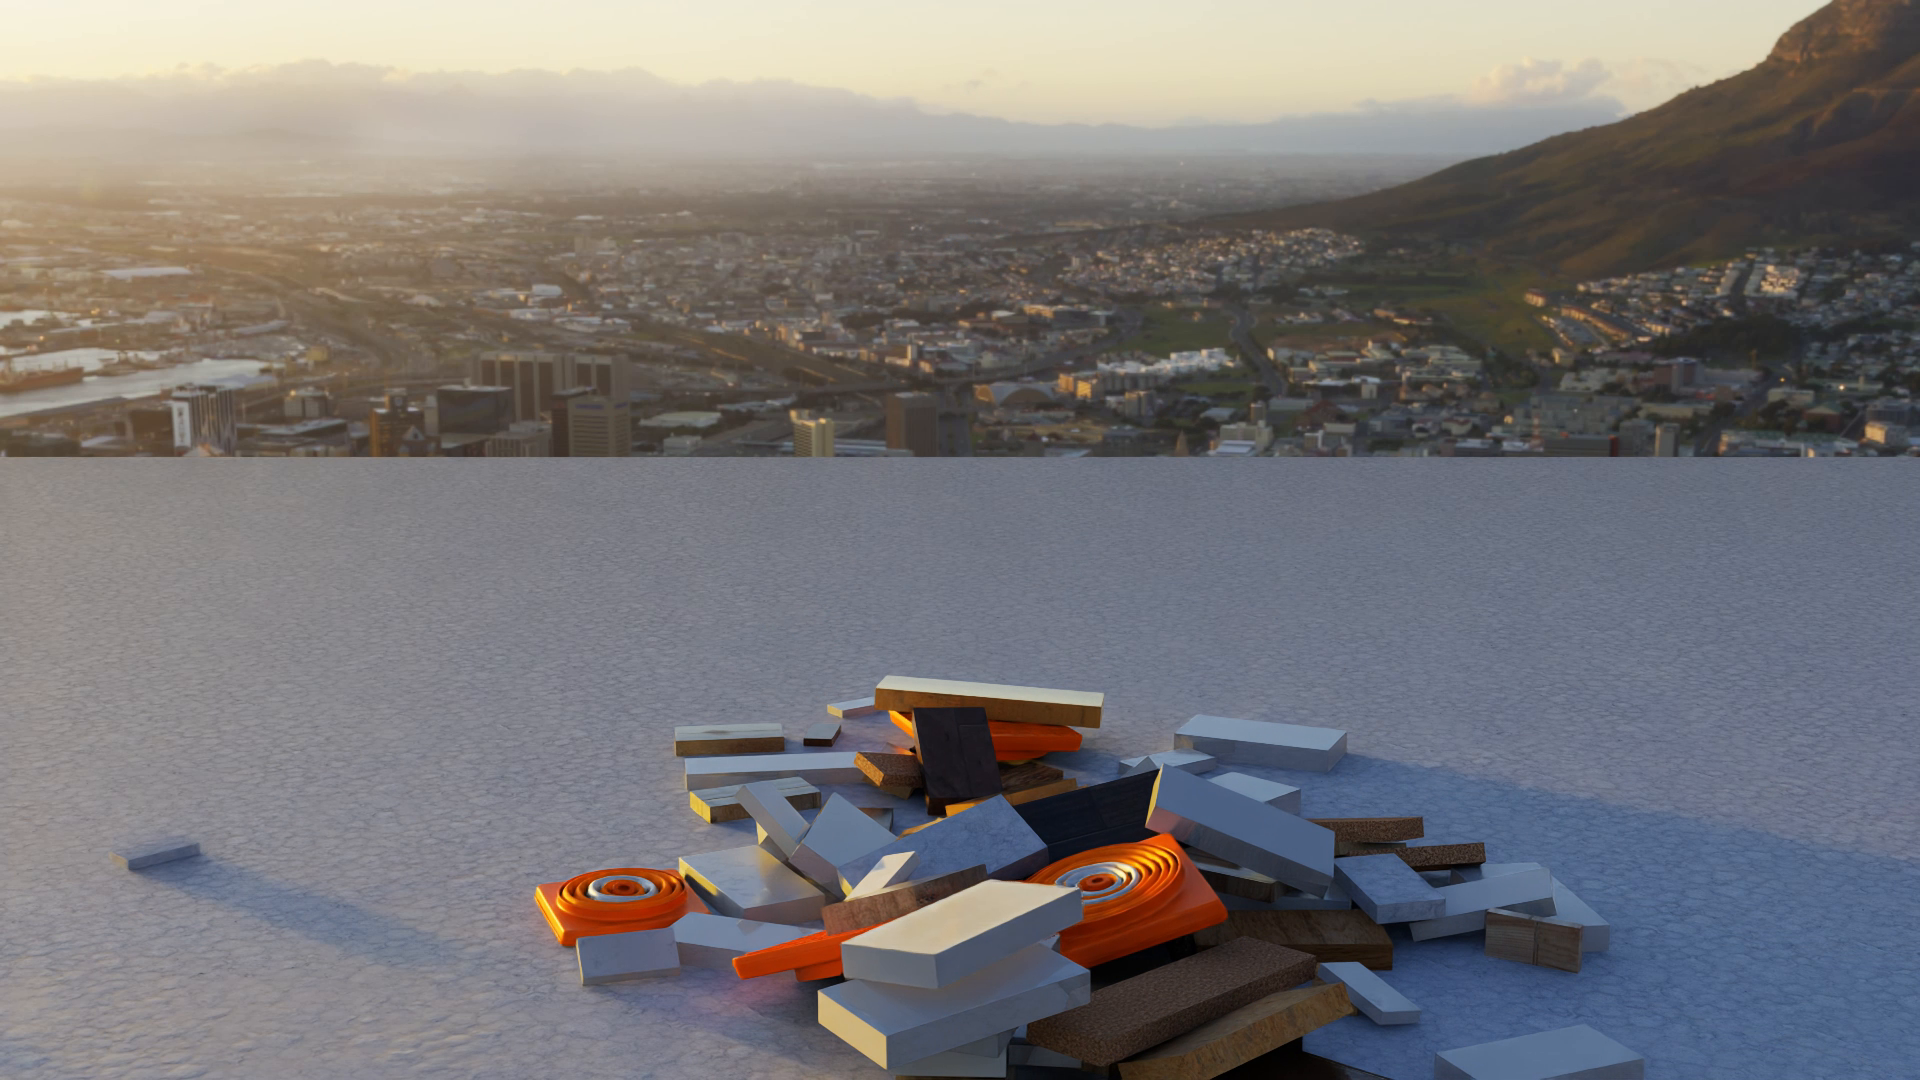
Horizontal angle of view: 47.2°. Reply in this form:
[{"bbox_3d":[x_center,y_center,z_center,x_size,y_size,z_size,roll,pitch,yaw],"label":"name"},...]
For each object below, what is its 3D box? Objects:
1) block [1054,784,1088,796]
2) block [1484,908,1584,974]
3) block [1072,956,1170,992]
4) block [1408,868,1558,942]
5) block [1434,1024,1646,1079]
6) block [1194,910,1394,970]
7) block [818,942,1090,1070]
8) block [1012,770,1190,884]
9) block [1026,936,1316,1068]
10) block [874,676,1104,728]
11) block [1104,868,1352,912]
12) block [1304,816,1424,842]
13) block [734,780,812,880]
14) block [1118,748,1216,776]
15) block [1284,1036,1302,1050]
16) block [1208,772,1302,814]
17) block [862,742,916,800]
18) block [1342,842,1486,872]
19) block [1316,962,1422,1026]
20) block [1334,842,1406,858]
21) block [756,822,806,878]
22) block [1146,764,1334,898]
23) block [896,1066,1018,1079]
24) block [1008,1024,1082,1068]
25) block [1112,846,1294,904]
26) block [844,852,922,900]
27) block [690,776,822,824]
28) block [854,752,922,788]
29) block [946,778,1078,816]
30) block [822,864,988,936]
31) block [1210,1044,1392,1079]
[{"bbox_3d":[0.123,0.482,3.877,0.215,0.030,0.108,-10,-14,-46],"label":"block"},{"bbox_3d":[0.876,0.611,3.358,0.143,0.072,0.020,6,12,31],"label":"block"},{"bbox_3d":[0.222,0.652,3.257,0.194,0.028,0.097,-1,11,-7],"label":"block"},{"bbox_3d":[0.823,0.575,3.471,0.223,0.032,0.112,-14,13,15],"label":"block"},{"bbox_3d":[0.775,0.707,2.945,0.248,0.035,0.124,-4,11,-23],"label":"block"},{"bbox_3d":[0.504,0.618,3.401,0.299,0.042,0.149,0,11,-1],"label":"block"},{"bbox_3d":[-0.006,0.583,2.809,0.314,0.044,0.157,-10,17,-34],"label":"block"},{"bbox_3d":[0.178,0.487,3.631,0.381,0.043,0.152,-13,36,-8],"label":"block"},{"bbox_3d":[0.307,0.638,3.075,0.124,0.035,0.538,9,9,39],"label":"block"},{"bbox_3d":[0.064,0.336,4.577,0.464,0.045,0.160,4,6,6],"label":"block"},{"bbox_3d":[0.444,0.577,3.626,0.396,0.042,0.149,2,11,12],"label":"block"},{"bbox_3d":[0.648,0.505,3.825,0.285,0.035,0.123,-6,-6,32],"label":"block"},{"bbox_3d":[-0.290,0.490,3.722,0.195,0.028,0.098,46,13,16],"label":"block"},{"bbox_3d":[0.412,0.448,4.367,0.177,0.025,0.089,-7,13,-35],"label":"block"},{"bbox_3d":[0.391,0.691,3.070,0.160,0.020,0.072,-1,11,-4],"label":"block"},{"bbox_3d":[0.467,0.497,4.047,0.160,0.045,0.319,10,15,43],"label":"block"},{"bbox_3d":[-0.122,0.448,4.273,0.094,0.027,0.187,23,14,6],"label":"block"},{"bbox_3d":[0.760,0.538,3.700,0.223,0.032,0.112,-4,-14,1],"label":"block"},{"bbox_3d":[0.590,0.654,3.175,0.073,0.021,0.146,5,16,-31],"label":"block"},{"bbox_3d":[0.684,0.534,3.770,0.150,0.021,0.075,5,-17,-30],"label":"block"},{"bbox_3d":[-0.304,0.519,3.798,0.098,0.028,0.195,40,2,-10],"label":"block"},{"bbox_3d":[0.458,0.471,3.574,0.304,0.043,0.152,22,23,2],"label":"block"},{"bbox_3d":[-0.015,0.771,2.573,0.157,0.044,0.654,0,11,2],"label":"block"},{"bbox_3d":[0.125,0.669,3.018,0.097,0.028,0.194,1,11,7],"label":"block"},{"bbox_3d":[0.360,0.533,3.656,0.406,0.032,0.114,7,13,34],"label":"block"},{"bbox_3d":[-0.129,0.543,3.442,0.073,0.021,0.146,-16,20,44],"label":"block"},{"bbox_3d":[-0.384,0.488,4.134,0.221,0.031,0.110,-5,12,-26],"label":"block"},{"bbox_3d":[-0.108,0.441,4.210,0.177,0.025,0.089,9,18,-43],"label":"block"},{"bbox_3d":[0.096,0.475,4.030,0.232,0.027,0.094,-9,-3,-34],"label":"block"},{"bbox_3d":[-0.075,0.529,3.246,0.146,0.041,0.292,-16,-7,20],"label":"block"},{"bbox_3d":[0.526,0.732,2.792,0.428,0.041,0.146,9,14,40],"label":"block"}]
